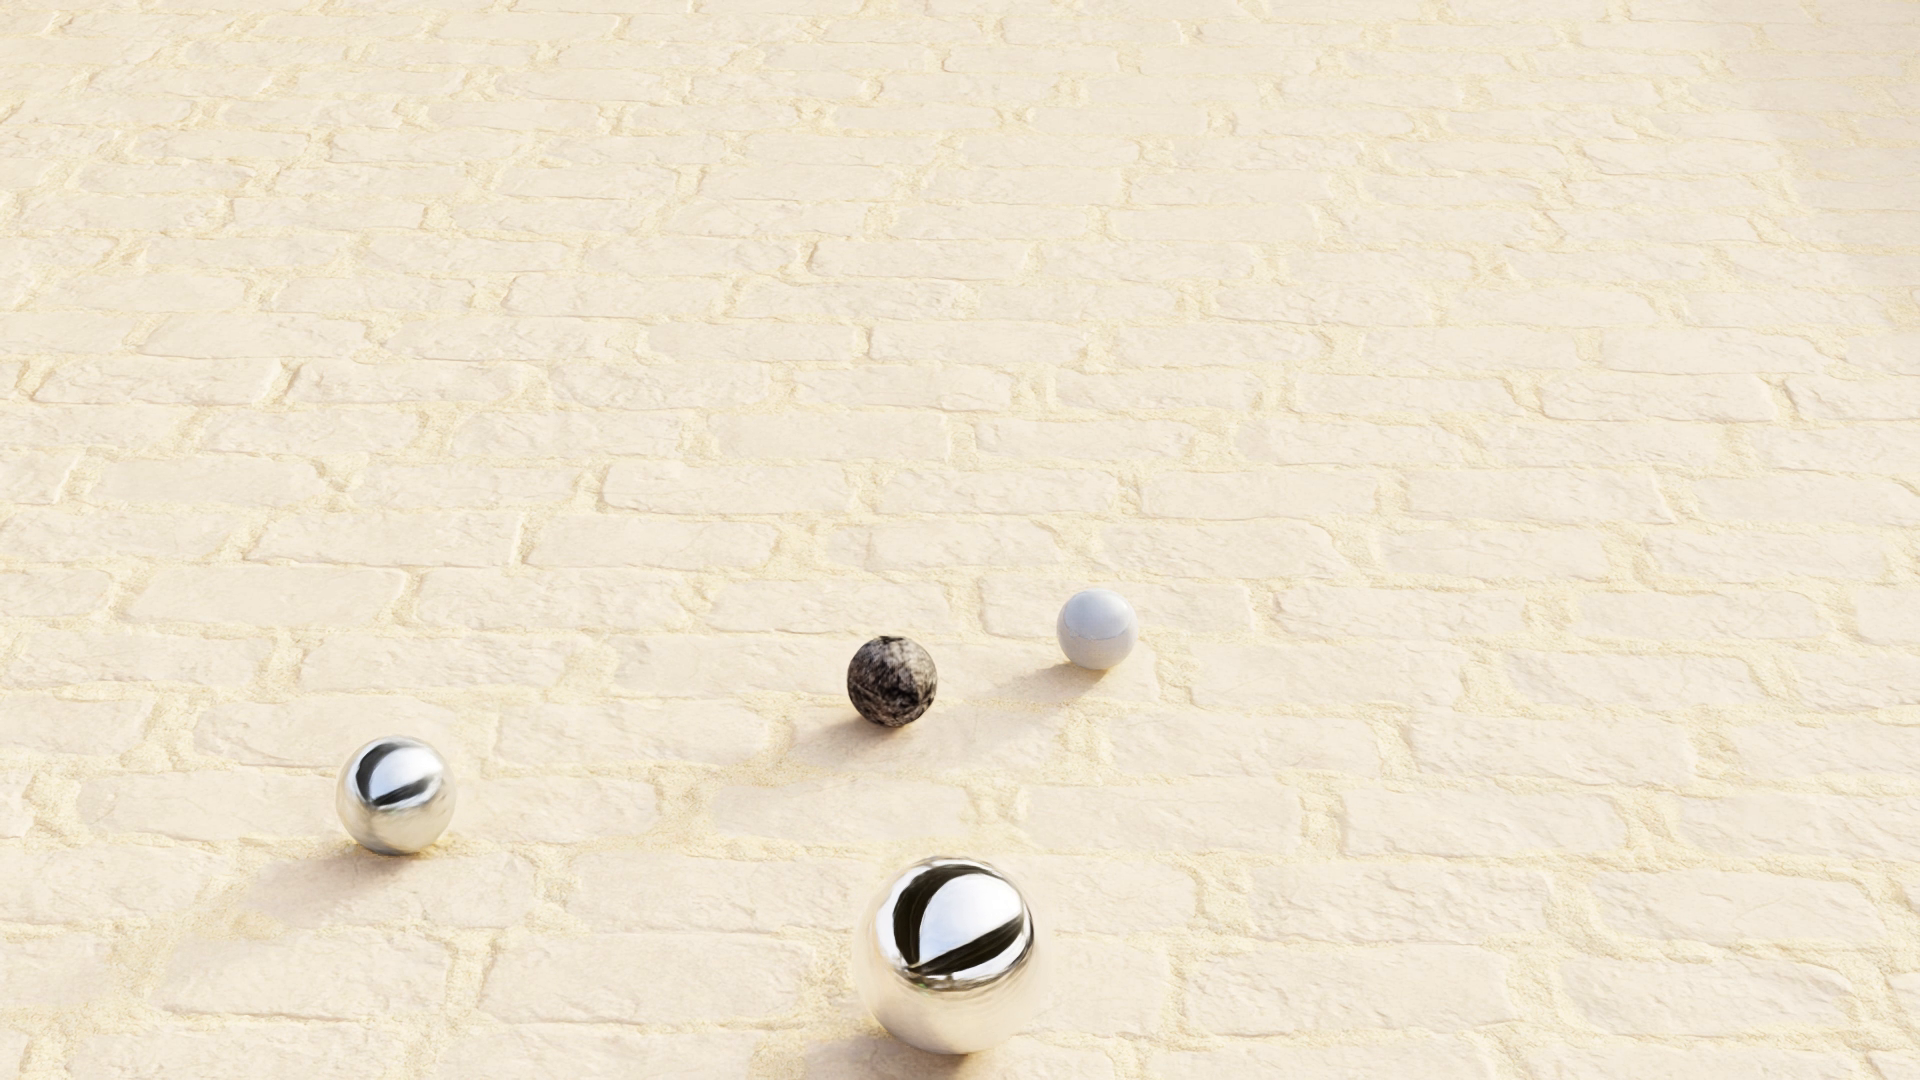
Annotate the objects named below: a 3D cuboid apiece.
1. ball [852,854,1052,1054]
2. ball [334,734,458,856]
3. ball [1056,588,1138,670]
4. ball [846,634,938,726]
[{"bbox_3d":[-0.004,0.190,1.348,0.091,0.091,0.091,0,29,0],"label":"ball"},{"bbox_3d":[-0.285,0.129,1.488,0.061,0.061,0.061,0,29,0],"label":"ball"},{"bbox_3d":[0.077,0.050,1.645,0.047,0.047,0.047,0,29,0],"label":"ball"},{"bbox_3d":[-0.037,0.076,1.594,0.050,0.050,0.050,0,29,0],"label":"ball"}]
